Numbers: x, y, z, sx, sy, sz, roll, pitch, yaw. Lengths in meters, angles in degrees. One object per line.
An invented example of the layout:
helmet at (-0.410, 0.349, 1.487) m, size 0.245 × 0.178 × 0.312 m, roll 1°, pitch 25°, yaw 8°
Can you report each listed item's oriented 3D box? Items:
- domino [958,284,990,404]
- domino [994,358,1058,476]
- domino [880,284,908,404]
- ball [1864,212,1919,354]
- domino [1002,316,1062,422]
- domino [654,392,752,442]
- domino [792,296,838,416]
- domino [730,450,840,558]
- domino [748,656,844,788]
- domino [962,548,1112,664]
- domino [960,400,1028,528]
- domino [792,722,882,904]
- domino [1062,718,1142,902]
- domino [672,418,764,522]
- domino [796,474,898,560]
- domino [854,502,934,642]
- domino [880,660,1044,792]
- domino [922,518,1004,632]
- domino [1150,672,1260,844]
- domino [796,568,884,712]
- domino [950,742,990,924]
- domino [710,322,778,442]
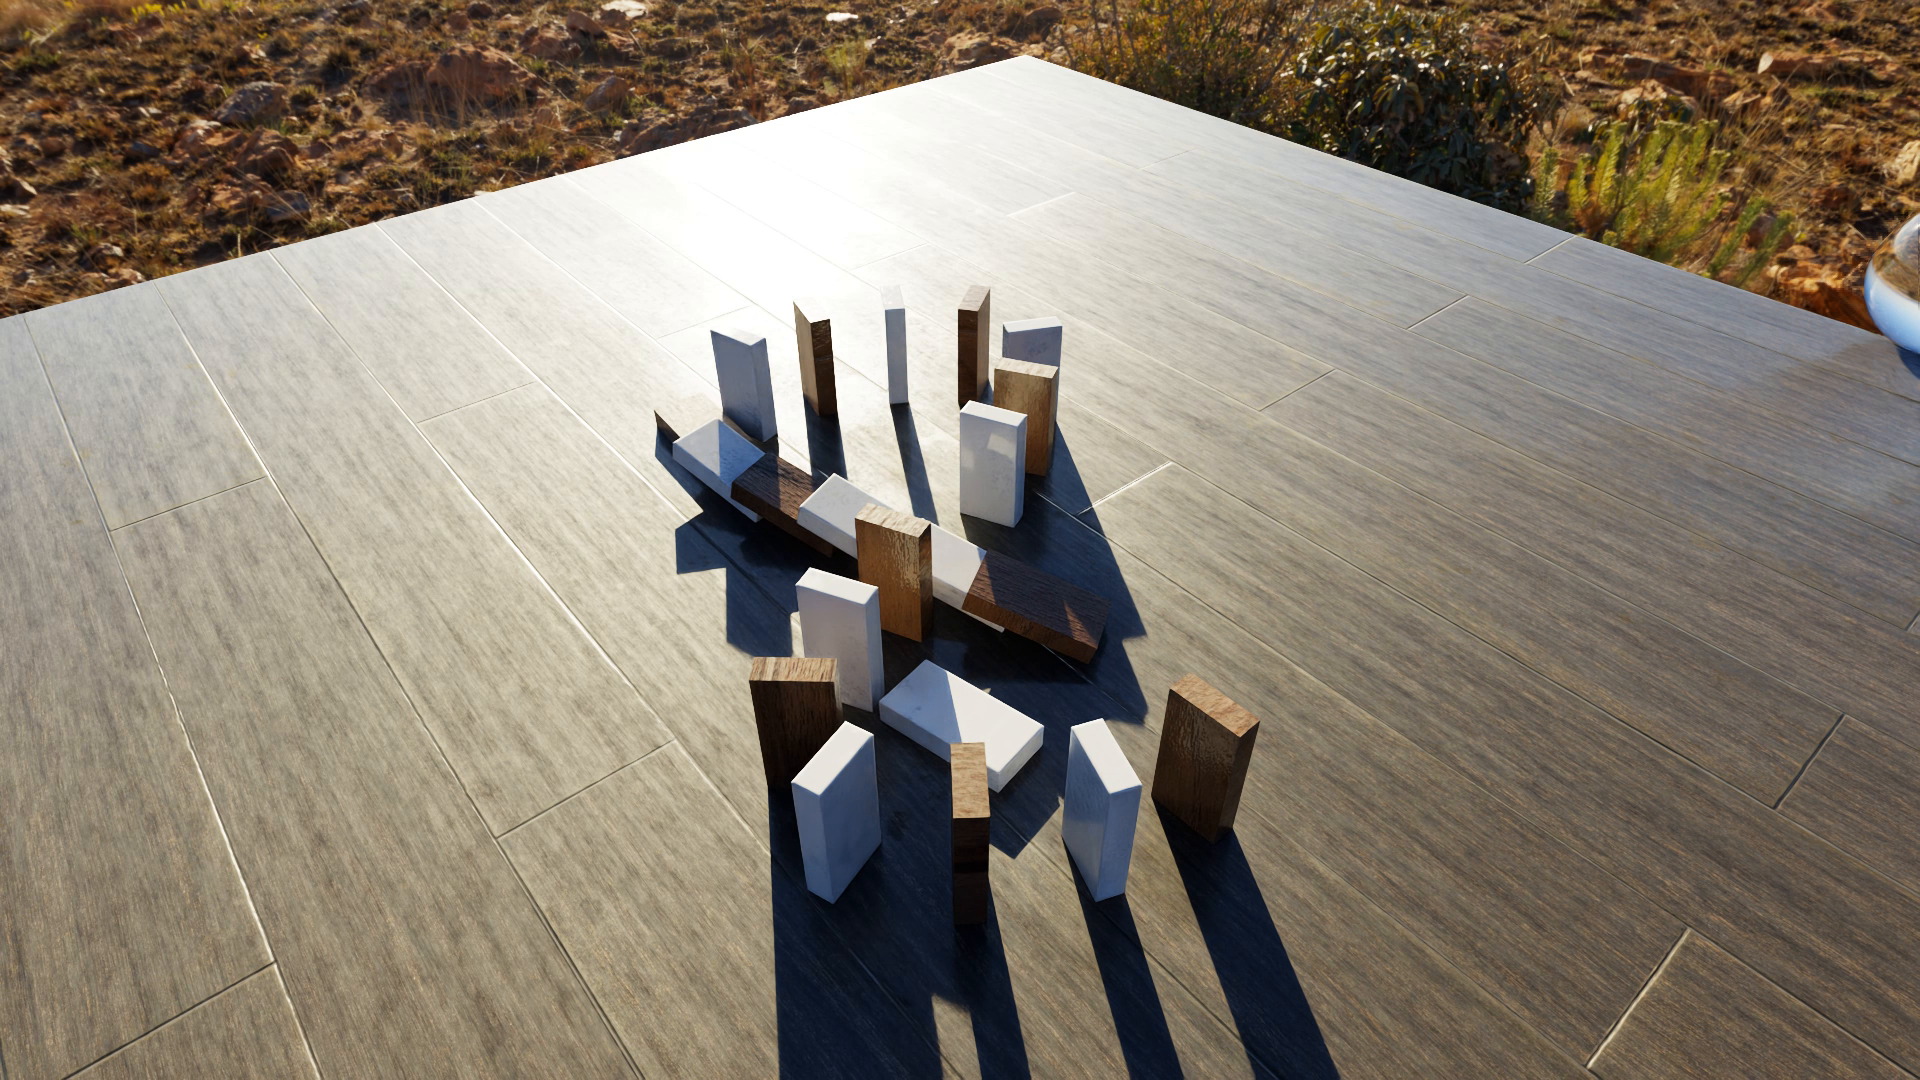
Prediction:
domino at (0.007, -0.093, 0.525) m, size 0.009 × 0.050 × 0.025 m, roll 9°, pitch 40°, yaw 11°
domino at (0.028, -0.053, 0.476) m, size 0.025 × 0.050 × 0.009 m, roll 12°, pitch 41°, yaw 15°
domino at (-0.031, -0.093, 0.525) m, size 0.009 × 0.050 × 0.025 m, roll -6°, pitch 40°, yaw -7°
ball at (0.501, -0.130, 0.547) m, size 0.080 × 0.080 × 0.080 m, roll 0°, pitch 39°, yaw 0°
domino at (0.032, -0.077, 0.505) m, size 0.025 × 0.050 × 0.010 m, roll -9°, pitch 40°, yaw -11°
domino at (-0.117, -0.049, 0.503) m, size 0.025 × 0.010 × 0.050 m, roll -25°, pitch 45°, yaw -27°
domino at (-0.068, -0.086, 0.517) m, size 0.009 × 0.050 × 0.025 m, roll -17°, pitch 42°, yaw -19°
domino at (-0.066, -0.015, 0.452) m, size 0.050 × 0.010 × 0.025 m, roll 30°, pitch 46°, yaw 11°
domino at (-0.049, 0.058, 0.341) m, size 0.025 × 0.050 × 0.009 m, roll 1°, pitch 39°, yaw 1°
domino at (0.028, 0.024, 0.403) m, size 0.050 × 0.010 × 0.025 m, roll 23°, pitch 45°, yaw 3°
domino at (0.013, -0.030, 0.449) m, size 0.025 × 0.050 × 0.009 m, roll 17°, pitch 42°, yaw 19°
domino at (-0.035, 0.079, 0.315) m, size 0.009 × 0.050 × 0.025 m, roll 21°, pitch 44°, yaw 23°
domino at (0.040, 0.078, 0.316) m, size 0.009 × 0.050 × 0.025 m, roll -13°, pitch 41°, yaw -15°
domino at (-0.096, -0.031, 0.471) m, size 0.050 × 0.010 × 0.025 m, roll 36°, pitch 50°, yaw 17°
domino at (-0.037, -0.005, 0.438) m, size 0.050 × 0.010 × 0.025 m, roll 30°, pitch 46°, yaw 10°
domino at (-0.023, 0.012, 0.396) m, size 0.025 × 0.050 × 0.009 m, roll 17°, pitch 42°, yaw 20°
domino at (0.000, 0.061, 0.369) m, size 0.050 × 0.010 × 0.025 m, roll 26°, pitch 46°, yaw 28°
domino at (0.000, 0.013, 0.419) m, size 0.050 × 0.009 × 0.025 m, roll 27°, pitch 45°, yaw 12°
domino at (0.073, 0.066, 0.331) m, size 0.009 × 0.050 × 0.025 m, roll -30°, pitch 48°, yaw -31°
domino at (-0.040, 0.034, 0.370) m, size 0.025 × 0.050 × 0.010 m, roll 15°, pitch 42°, yaw 18°
domino at (0.003, 0.083, 0.310) m, size 0.009 × 0.050 × 0.025 m, roll -1°, pitch 39°, yaw -2°
domino at (-0.098, -0.071, 0.498) m, size 0.025 × 0.050 × 0.010 m, roll 24°, pitch 45°, yaw 27°
